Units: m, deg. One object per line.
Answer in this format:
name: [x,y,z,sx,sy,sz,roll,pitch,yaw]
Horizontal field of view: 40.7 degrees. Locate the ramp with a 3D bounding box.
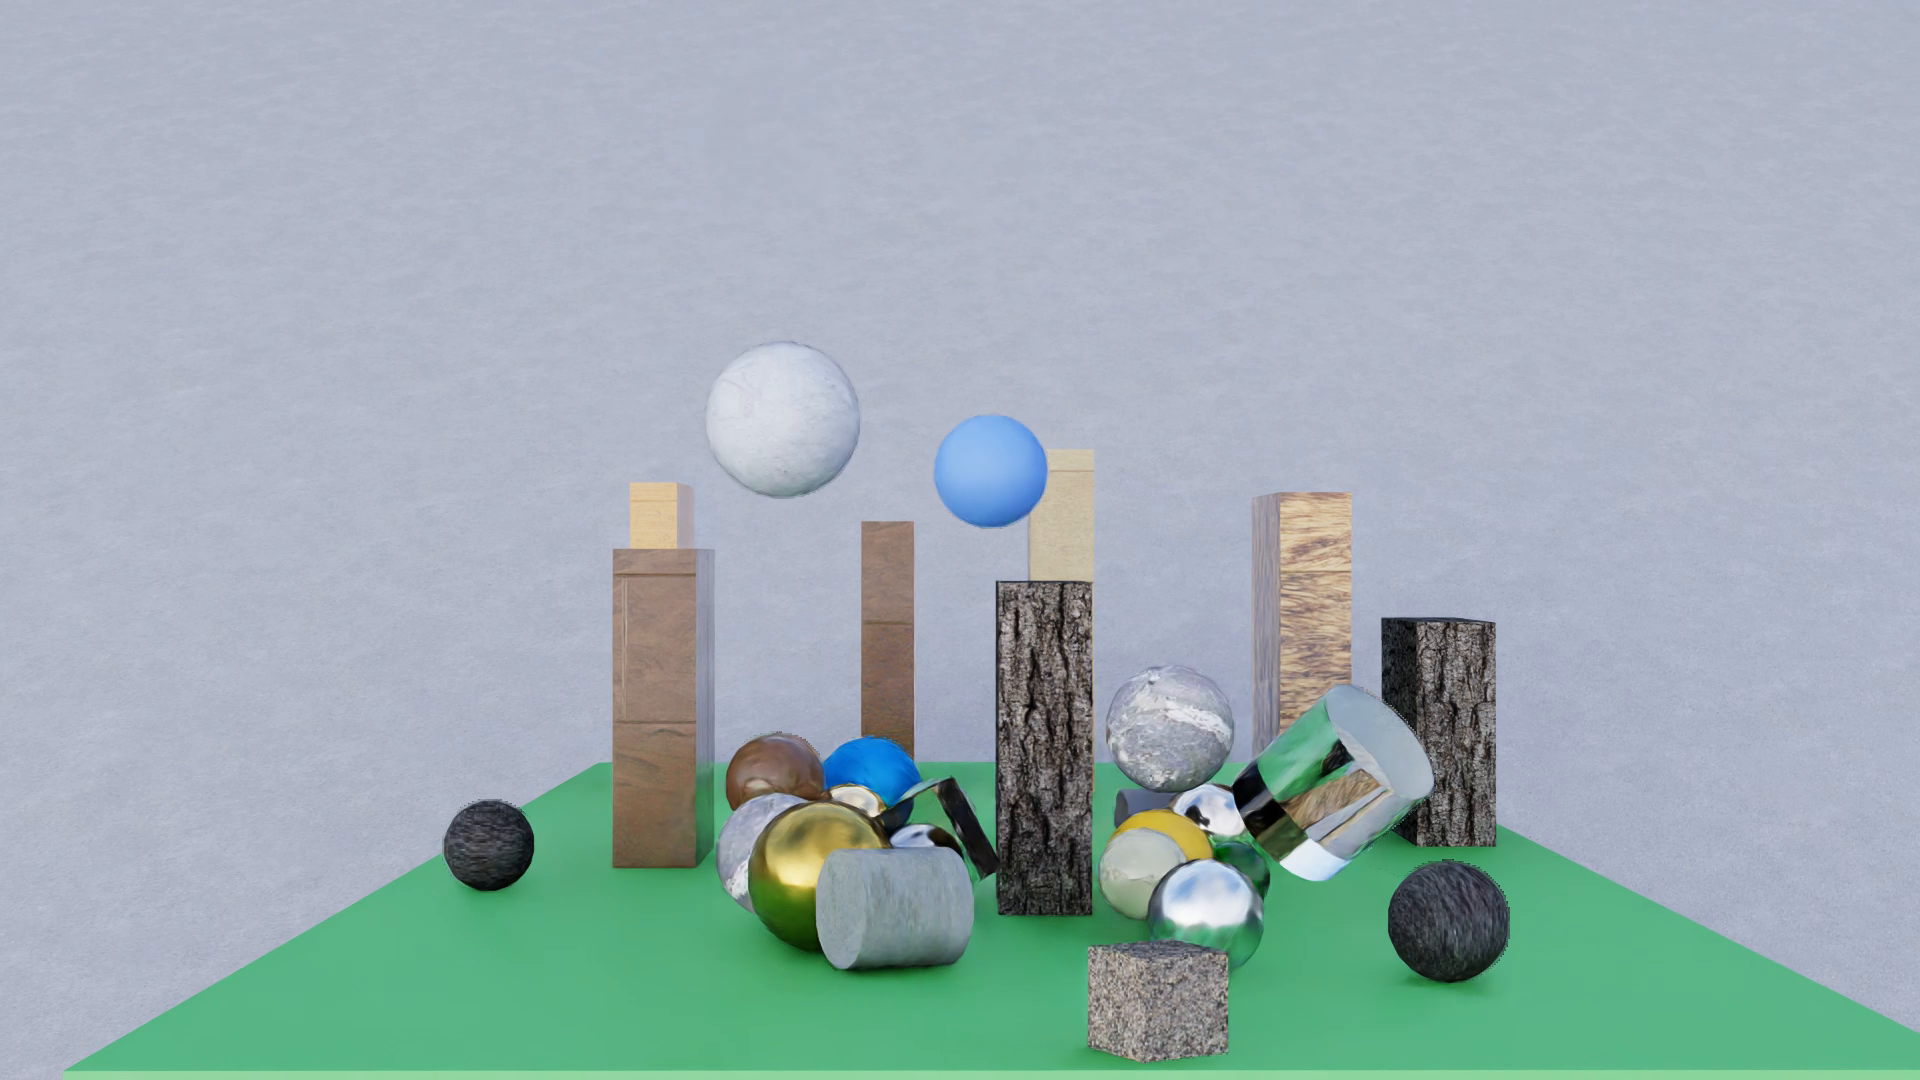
ramp: [0.069,0.612,4.684,2.000,0.100,4.000,0,0,0]

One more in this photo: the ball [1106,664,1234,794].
ball: [0.312,0.281,3.849,0.191,0.191,0.191,0,31,0]

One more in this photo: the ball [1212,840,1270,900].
ball: [0.404,0.501,3.838,0.111,0.111,0.111,0,31,0]

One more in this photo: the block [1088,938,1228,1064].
block: [0.213,0.496,2.793,0.109,0.109,0.109,0,0,-30]

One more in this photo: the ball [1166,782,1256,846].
ball: [0.412,0.480,4.284,0.159,0.159,0.159,0,31,0]

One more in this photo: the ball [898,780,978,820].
ball: [-0.043,0.488,4.481,0.147,0.147,0.147,0,31,0]

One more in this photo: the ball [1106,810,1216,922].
ball: [0.289,0.474,3.763,0.164,0.164,0.164,0,31,0]

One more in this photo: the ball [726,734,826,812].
ball: [-0.317,0.420,4.458,0.173,0.173,0.173,0,31,0]

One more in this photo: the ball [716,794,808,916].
ball: [-0.258,0.447,3.670,0.176,0.176,0.176,0,31,0]

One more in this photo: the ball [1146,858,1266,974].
ball: [0.312,0.479,3.281,0.149,0.149,0.149,0,31,0]

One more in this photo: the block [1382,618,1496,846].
block: [0.910,0.358,4.941,0.145,0.411,0.393,0,0,0]

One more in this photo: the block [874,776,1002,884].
block: [-0.054,0.453,3.761,0.152,0.152,0.152,-30,-7,11]

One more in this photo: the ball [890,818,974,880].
ball: [-0.048,0.489,3.907,0.137,0.137,0.137,0,31,0]

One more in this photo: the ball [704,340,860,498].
ball: [-0.196,-0.134,2.864,0.173,0.173,0.173,0,31,0]

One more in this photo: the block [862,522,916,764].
block: [-0.165,0.264,6.037,0.120,0.612,0.290,0,0,0]

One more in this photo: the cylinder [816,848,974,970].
cylinder: [-0.085,0.474,3.342,0.153,0.153,0.153,3,27,-28]

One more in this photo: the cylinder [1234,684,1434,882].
cylinder: [0.546,0.356,3.796,0.207,0.207,0.207,31,31,-21]

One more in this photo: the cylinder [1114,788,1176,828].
cylinder: [0.342,0.489,4.427,0.130,0.130,0.130,-2,31,-8]

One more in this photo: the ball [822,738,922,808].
ball: [-0.168,0.464,4.788,0.197,0.197,0.197,0,31,0]

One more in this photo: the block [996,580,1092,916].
block: [0.127,0.311,4.009,0.139,0.493,0.332,0,0,0]

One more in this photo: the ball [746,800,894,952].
ball: [-0.185,0.452,3.491,0.205,0.205,0.205,0,31,0]

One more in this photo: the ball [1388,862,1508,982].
ball: [0.611,0.478,3.246,0.150,0.150,0.150,0,31,0]

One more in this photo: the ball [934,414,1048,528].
ball: [0.032,-0.071,2.664,0.117,0.117,0.117,0,31,0]

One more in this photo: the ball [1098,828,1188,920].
ball: [0.256,0.466,3.615,0.129,0.129,0.129,0,31,0]

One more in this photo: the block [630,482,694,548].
block: [-0.687,0.221,5.993,0.105,0.697,0.385,0,0,0]

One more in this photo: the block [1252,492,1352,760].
block: [0.623,0.240,4.752,0.125,0.644,0.443,0,0,0]

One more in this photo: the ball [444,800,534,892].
ball: [-0.750,0.487,4.126,0.143,0.143,0.143,0,31,0]

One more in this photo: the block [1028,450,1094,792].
block: [0.230,0.183,5.947,0.143,0.772,0.246,0,0,0]

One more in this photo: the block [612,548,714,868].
block: [-0.522,0.289,4.589,0.142,0.546,0.337,0,0,0]

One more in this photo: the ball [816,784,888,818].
ball: [-0.188,0.486,4.387,0.148,0.148,0.148,0,31,0]
